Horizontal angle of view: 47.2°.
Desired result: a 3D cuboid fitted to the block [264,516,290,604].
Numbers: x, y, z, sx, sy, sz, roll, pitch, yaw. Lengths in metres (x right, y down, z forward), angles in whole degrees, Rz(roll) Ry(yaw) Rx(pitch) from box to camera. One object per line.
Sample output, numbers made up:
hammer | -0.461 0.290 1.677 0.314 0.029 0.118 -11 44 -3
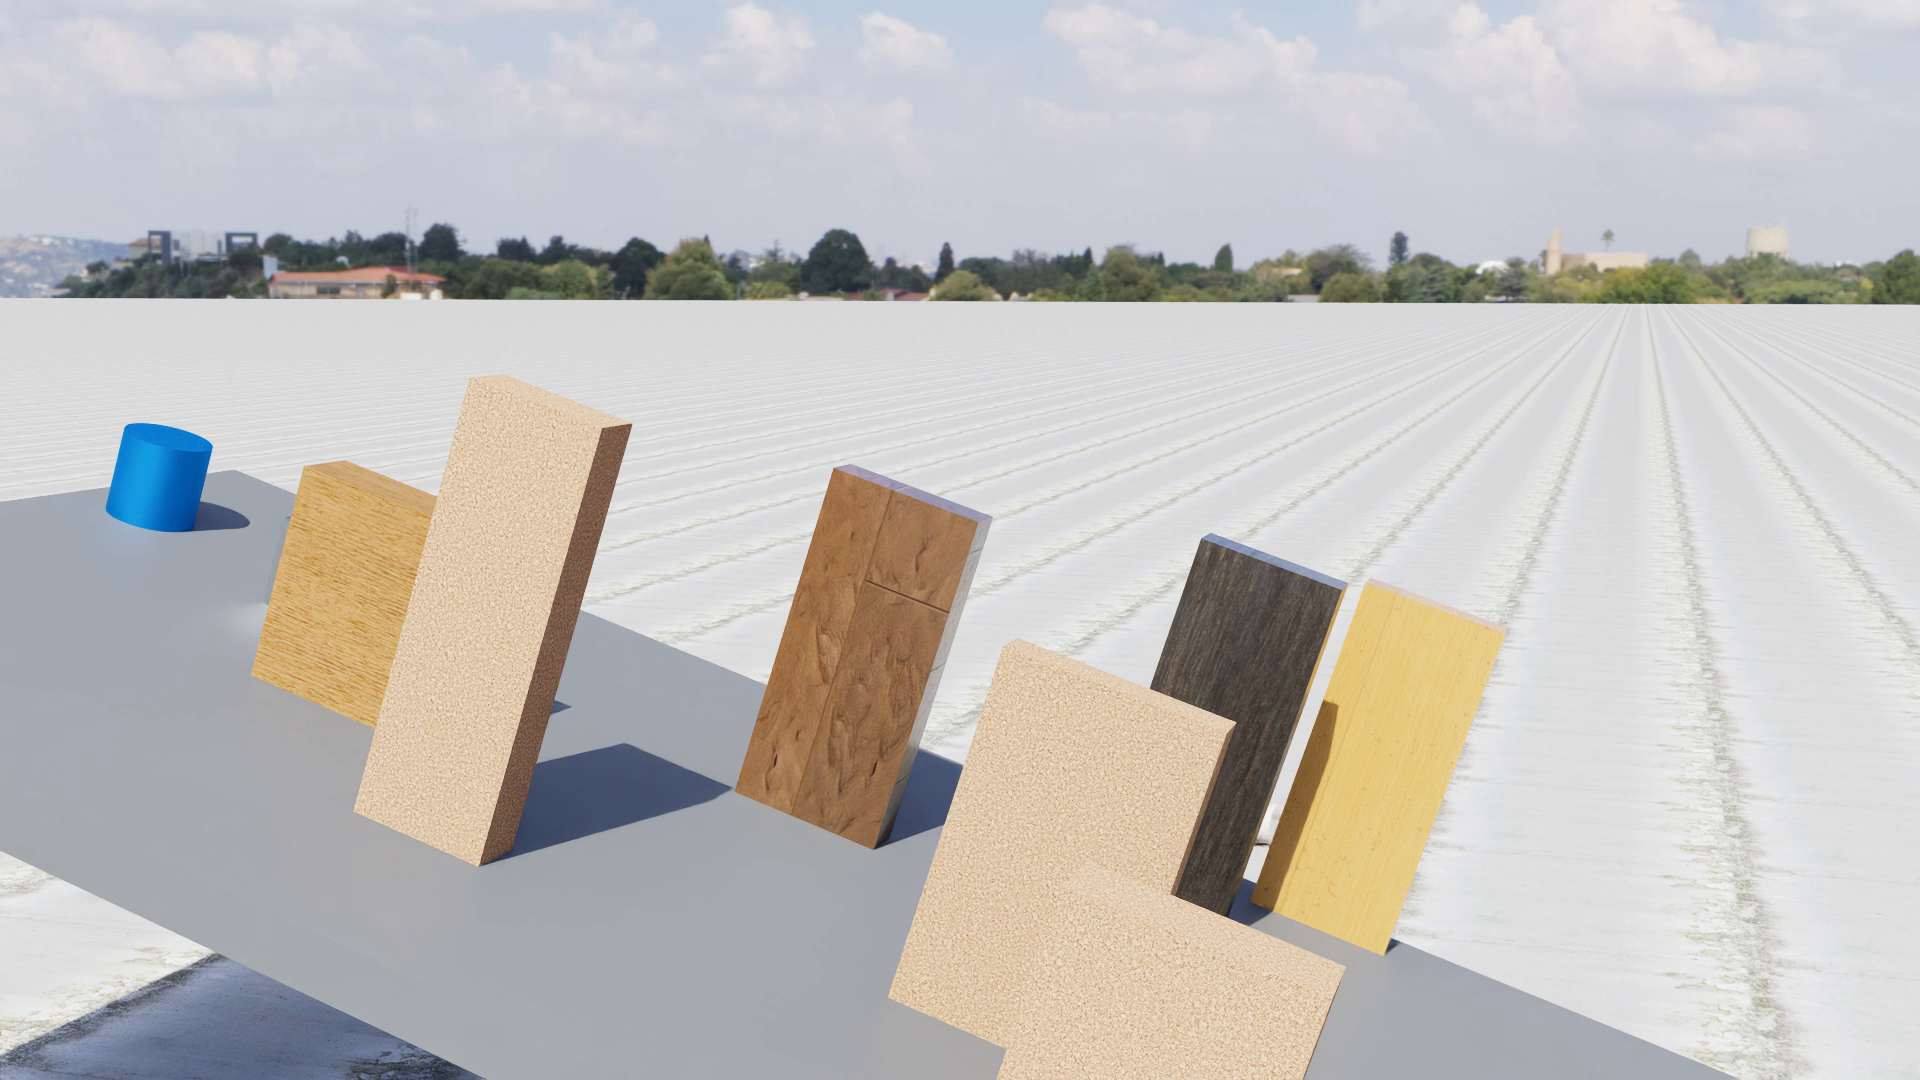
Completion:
block | -1.347 0.069 4.769 0.197 0.197 0.197 22 12 18

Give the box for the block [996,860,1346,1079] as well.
block | 0.262 0.778 3.098 0.392 0.519 0.143 21 12 14

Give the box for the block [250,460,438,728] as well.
block | -1.132 0.117 4.279 0.372 0.436 0.142 21 12 14

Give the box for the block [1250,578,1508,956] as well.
block | 0.903 0.491 4.763 0.308 0.756 0.088 21 12 14

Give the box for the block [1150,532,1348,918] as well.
block | 0.514 0.409 4.488 0.297 0.789 0.103 21 12 14

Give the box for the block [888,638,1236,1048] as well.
block | 0.166 0.543 3.702 0.395 0.653 0.090 21 12 14

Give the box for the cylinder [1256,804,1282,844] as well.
cylinder | 0.970 0.925 7.177 0.127 0.127 0.127 3 8 26

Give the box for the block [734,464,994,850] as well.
block | -0.198 0.235 4.444 0.316 0.707 0.102 21 12 14

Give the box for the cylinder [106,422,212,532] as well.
cylinder | -1.833 -0.143 5.035 0.195 0.195 0.195 17 12 -4

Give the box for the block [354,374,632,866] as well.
block | -0.805 0.138 3.776 0.255 0.799 0.116 21 12 14

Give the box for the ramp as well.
ramp | -0.354 0.666 4.224 4.000 0.100 2.000 21 12 14
